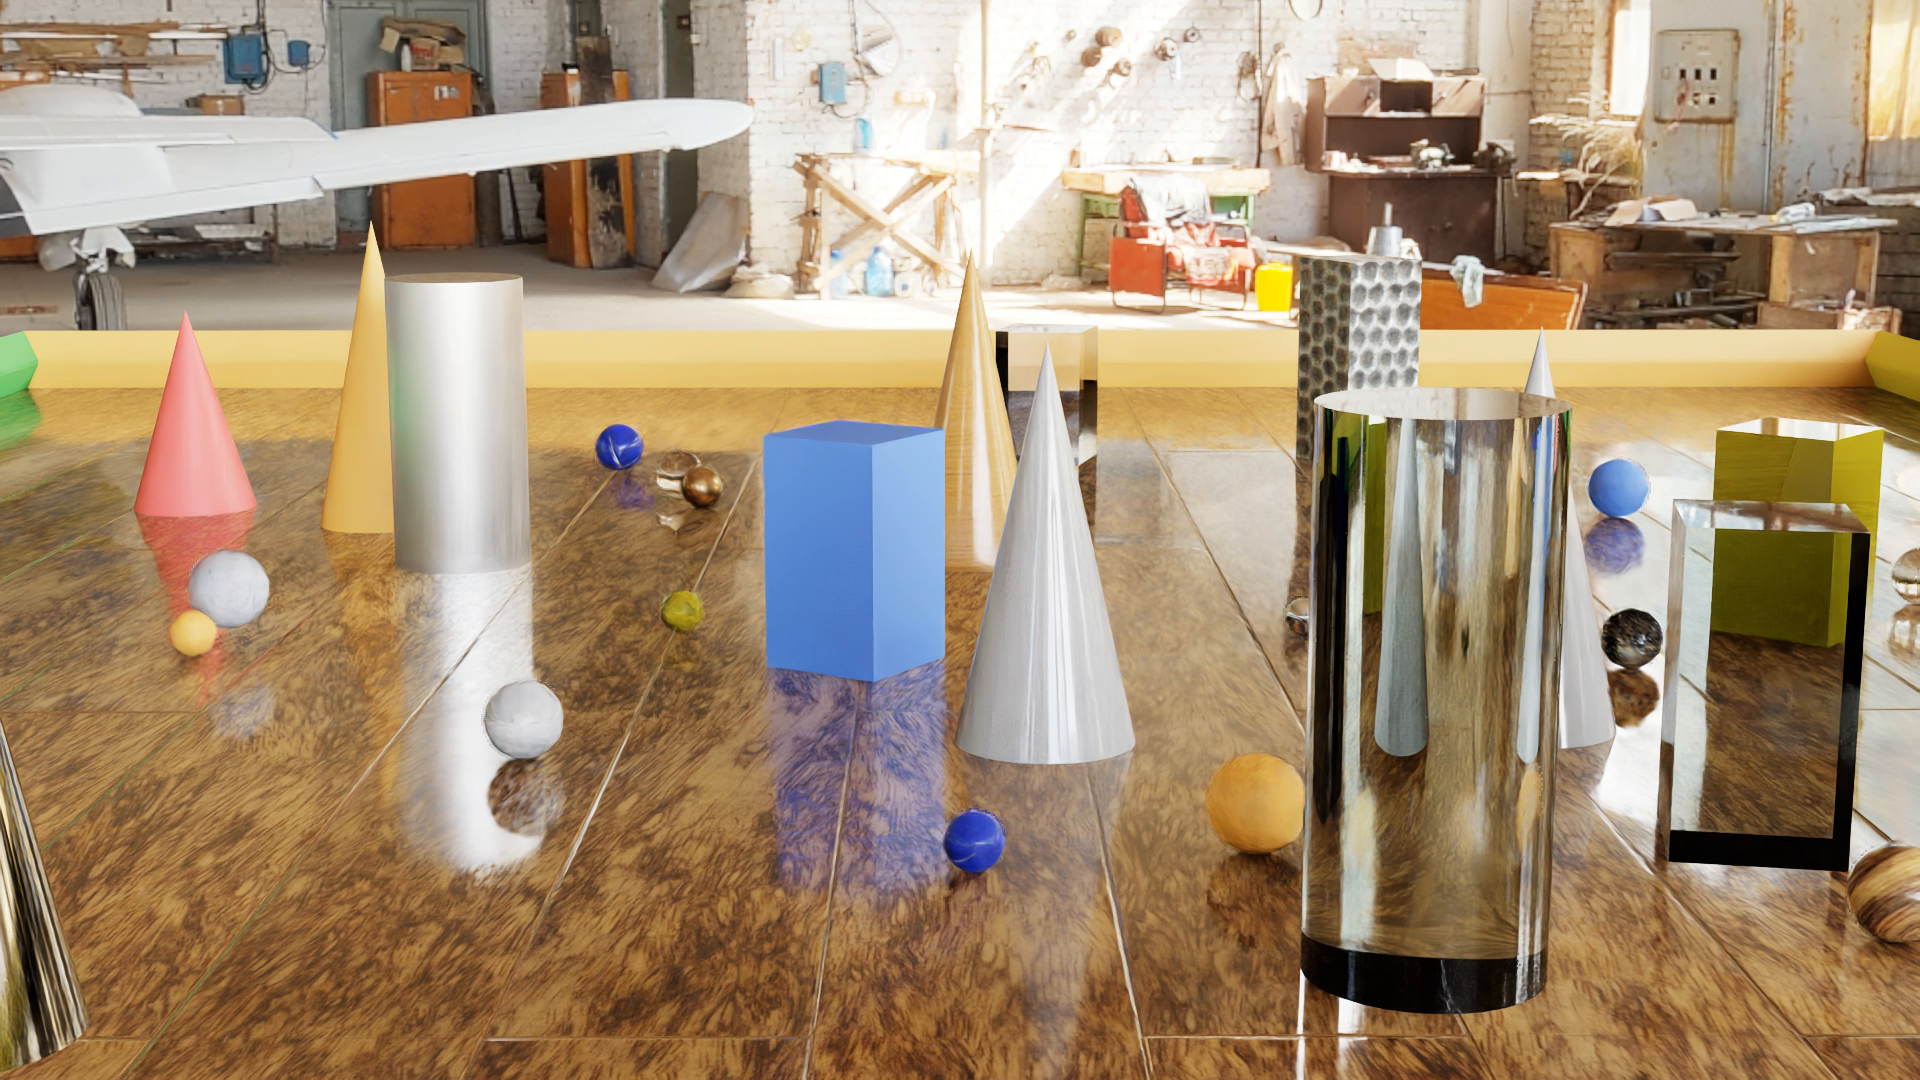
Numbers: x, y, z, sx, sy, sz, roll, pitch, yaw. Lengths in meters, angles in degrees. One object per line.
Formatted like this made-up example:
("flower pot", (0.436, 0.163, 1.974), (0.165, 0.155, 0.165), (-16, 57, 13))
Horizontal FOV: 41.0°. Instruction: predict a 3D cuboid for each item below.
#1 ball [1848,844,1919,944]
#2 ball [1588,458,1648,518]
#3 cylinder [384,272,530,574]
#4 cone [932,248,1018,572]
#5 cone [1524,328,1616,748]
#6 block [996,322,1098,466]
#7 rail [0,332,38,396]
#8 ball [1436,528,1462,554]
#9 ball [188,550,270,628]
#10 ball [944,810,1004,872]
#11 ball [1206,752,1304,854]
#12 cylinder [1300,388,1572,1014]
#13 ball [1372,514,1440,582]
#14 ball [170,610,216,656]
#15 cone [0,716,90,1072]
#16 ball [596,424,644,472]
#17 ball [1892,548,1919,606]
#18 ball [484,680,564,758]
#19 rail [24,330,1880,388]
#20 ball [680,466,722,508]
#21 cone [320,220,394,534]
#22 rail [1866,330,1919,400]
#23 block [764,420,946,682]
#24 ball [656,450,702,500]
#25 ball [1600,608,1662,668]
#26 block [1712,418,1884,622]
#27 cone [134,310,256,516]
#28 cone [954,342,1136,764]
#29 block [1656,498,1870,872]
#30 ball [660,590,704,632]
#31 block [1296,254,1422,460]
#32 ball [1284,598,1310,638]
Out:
("ball", (0.790, 0.297, 2.155), (0.083, 0.083, 0.083), (0, 10, 0))
("ball", (1.073, -0.084, 4.183), (0.096, 0.096, 0.096), (0, 10, 0))
("cylinder", (-0.738, -0.175, 3.777), (0.199, 0.421, 0.199), (0, 10, 0))
("cone", (0.017, -0.201, 3.792), (0.199, 0.467, 0.199), (0, 10, 0))
("cone", (0.632, -0.013, 2.826), (0.199, 0.448, 0.199), (0, 10, 0))
("block", (0.163, -0.275, 4.803), (0.159, 0.245, 0.159), (3, 11, 15))
("rail", (-2.097, 0.035, 3.437), (0.045, 0.129, 4.925), (0, 10, 0))
("ball", (0.737, 0.001, 3.873), (0.040, 0.040, 0.040), (0, 10, 0))
("ball", (-0.926, 0.062, 3.251), (0.099, 0.099, 0.099), (0, 10, 0))
("ball", (0.013, 0.276, 2.344), (0.056, 0.056, 0.056), (0, 10, 0))
("ball", (0.278, 0.246, 2.397), (0.094, 0.094, 0.094), (0, 10, 0))
("cylinder", (0.377, 0.122, 2.050), (0.199, 0.466, 0.199), (0, 10, 0))
("ball", (0.635, 0.013, 3.654), (0.097, 0.097, 0.097), (0, 10, 0))
("ball", (-0.958, 0.116, 3.205), (0.056, 0.056, 0.056), (0, 10, 0))
("cone", (-0.768, 0.133, 1.910), (0.199, 0.495, 0.199), (0, 10, 0))
("ball", (-0.619, -0.168, 4.658), (0.086, 0.086, 0.086), (0, 10, 0))
("ball", (1.314, 0.050, 3.505), (0.079, 0.079, 0.079), (0, 10, 0))
("ball", (-0.464, 0.191, 2.727), (0.084, 0.084, 0.084), (0, 10, 0))
("rail", (-0.014, -0.410, 5.847), (4.241, 0.129, 0.045), (0, 10, 0))
("ball", (-0.430, -0.088, 4.271), (0.069, 0.069, 0.069), (0, 10, 0))
("cone", (-0.931, -0.267, 4.100), (0.199, 0.486, 0.199), (0, 10, 0))
("rail", (2.097, 0.031, 3.461), (0.045, 0.129, 4.925), (0, 10, 0))
("block", (-0.128, 0.009, 3.152), (0.159, 0.286, 0.159), (7, 12, 32))
("ball", (-0.475, -0.111, 4.360), (0.082, 0.082, 0.082), (0, 10, 0))
("ball", (0.821, 0.120, 3.136), (0.074, 0.074, 0.074), (0, 10, 0))
("block", (1.103, -0.020, 3.390), (0.159, 0.257, 0.159), (9, 14, 41))
("cone", (-1.279, -0.219, 4.263), (0.199, 0.331, 0.199), (0, 10, 0))
("cone", (0.093, 0.003, 2.766), (0.199, 0.439, 0.199), (0, 10, 0))
("block", (0.750, 0.132, 2.410), (0.159, 0.315, 0.159), (2, 11, 11))
("ball", (-0.362, 0.092, 3.336), (0.056, 0.056, 0.056), (0, 10, 0))
("block", (0.741, -0.337, 4.777), (0.159, 0.375, 0.159), (-5, 12, -27))
("ball", (0.445, 0.100, 3.308), (0.051, 0.051, 0.051), (0, 10, 0))
